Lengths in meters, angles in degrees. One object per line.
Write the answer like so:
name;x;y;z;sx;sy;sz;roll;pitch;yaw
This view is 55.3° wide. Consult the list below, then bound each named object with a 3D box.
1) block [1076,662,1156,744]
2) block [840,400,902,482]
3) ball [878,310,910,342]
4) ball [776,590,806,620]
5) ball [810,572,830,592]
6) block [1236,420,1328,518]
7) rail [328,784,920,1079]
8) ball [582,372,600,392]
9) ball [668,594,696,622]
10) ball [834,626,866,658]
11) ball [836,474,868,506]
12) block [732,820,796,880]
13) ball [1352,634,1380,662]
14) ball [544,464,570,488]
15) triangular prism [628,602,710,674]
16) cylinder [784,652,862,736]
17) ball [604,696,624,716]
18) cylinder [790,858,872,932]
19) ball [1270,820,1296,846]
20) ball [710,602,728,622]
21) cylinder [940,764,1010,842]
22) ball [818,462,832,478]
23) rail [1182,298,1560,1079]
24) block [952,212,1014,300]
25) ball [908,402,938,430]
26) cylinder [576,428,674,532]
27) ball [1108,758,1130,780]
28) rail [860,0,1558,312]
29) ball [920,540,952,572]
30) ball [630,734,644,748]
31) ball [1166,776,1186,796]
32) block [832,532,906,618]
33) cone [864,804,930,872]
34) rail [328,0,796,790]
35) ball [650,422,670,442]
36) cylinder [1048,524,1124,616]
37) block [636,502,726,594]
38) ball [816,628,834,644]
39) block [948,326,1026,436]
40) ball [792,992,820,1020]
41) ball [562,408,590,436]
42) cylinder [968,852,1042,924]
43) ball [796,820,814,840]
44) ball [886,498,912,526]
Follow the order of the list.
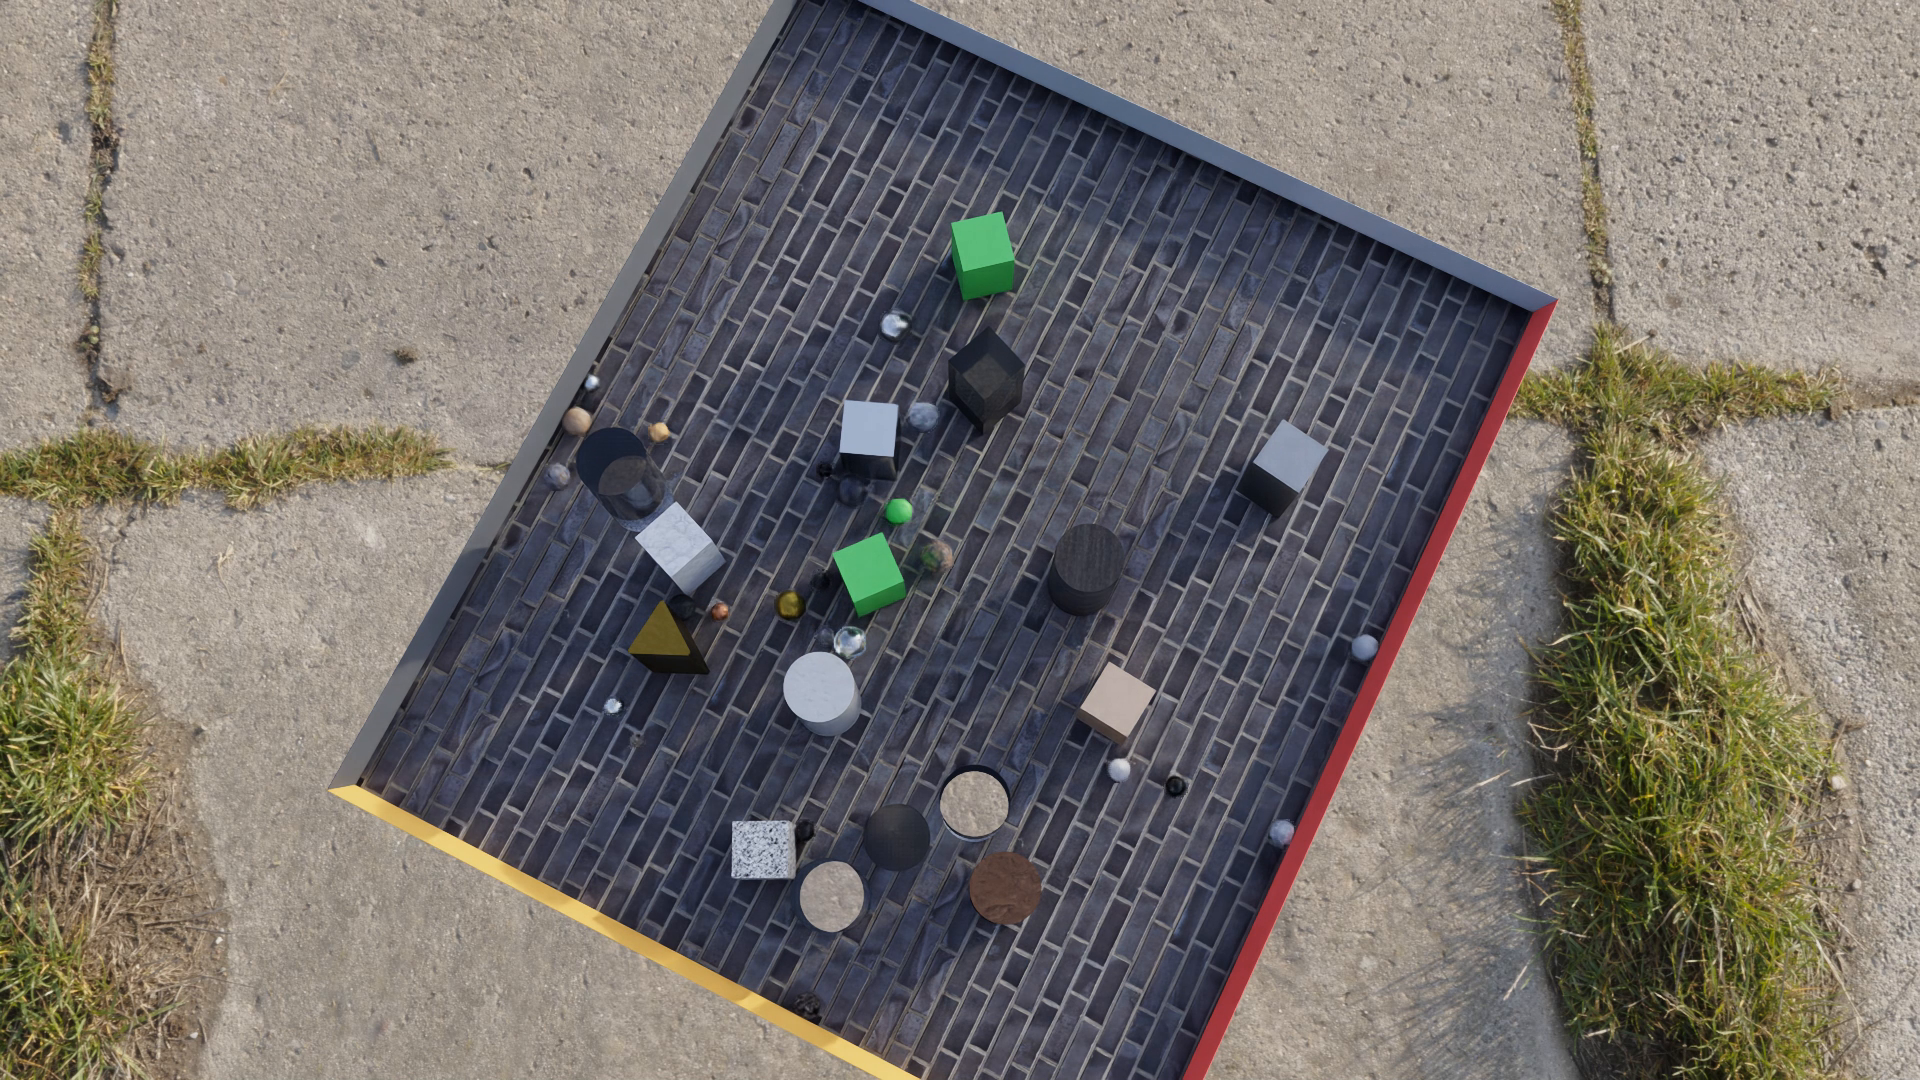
block;0.455;0.483;5.390;0.159;0.247;0.159;32;80;6
block;-0.267;-0.296;5.522;0.159;0.306;0.159;5;78;1
ball;-0.203;-0.664;5.704;0.098;0.098;0.098;0;78;0
ball;-0.510;0.198;5.529;0.092;0.092;0.092;0;78;0
ball;-0.423;0.126;5.559;0.061;0.061;0.061;0;78;0
block;0.959;-0.209;5.481;0.159;0.349;0.159;35;80;7
rail;-0.659;1.297;5.281;2.628;0.129;0.045;26;80;5
ball;-1.145;-0.489;5.688;0.059;0.059;0.059;0;78;0
ball;-0.840;0.205;5.531;0.084;0.084;0.084;0;78;0
ball;-0.330;0.307;5.502;0.099;0.099;0.099;0;78;0
ball;-0.332;-0.151;5.598;0.099;0.099;0.099;0;78;0
block;-0.565;0.900;5.303;0.159;0.250;0.159;-1;78;0
ball;1.218;0.326;5.508;0.081;0.081;0.081;0;78;0
ball;-1.235;-0.196;5.618;0.077;0.077;0.077;0;78;0
triangular prism;-0.841;0.285;5.349;0.172;0.408;0.149;2;78;0
cylinder;-0.395;0.451;5.319;0.199;0.400;0.199;0;78;0
ball;-1.035;0.495;5.484;0.059;0.059;0.059;0;78;0
cylinder;-0.358;1.004;5.165;0.199;0.478;0.199;0;78;0
ball;0.951;0.863;5.400;0.075;0.075;0.075;0;78;0
ball;-0.727;0.218;5.543;0.056;0.056;0.056;0;78;0
cylinder;0.042;0.760;5.271;0.199;0.368;0.199;0;78;0
ball;-0.415;-0.215;5.638;0.045;0.045;0.045;0;78;0
rail;1.154;0.572;5.431;0.045;0.129;2.993;26;80;5
block;0.069;-0.874;5.661;0.159;0.267;0.159;-13;79;-3
ball;-0.114;-0.383;5.651;0.088;0.088;0.088;0;78;0
cylinder;-0.981;-0.172;5.399;0.199;0.496;0.199;0;78;0
ball;0.474;0.680;5.442;0.067;0.067;0.067;0;78;0
rail;0.659;-1.283;5.815;2.628;0.129;0.045;26;80;5
ball;-0.071;0.051;5.557;0.097;0.097;0.097;0;78;0
ball;-0.966;0.597;5.472;0.042;0.042;0.042;0;78;0
ball;0.640;0.730;5.435;0.059;0.059;0.059;0;78;0
block;-0.267;0.106;5.457;0.159;0.269;0.159;-23;79;-5
cone;-0.187;0.840;5.232;0.199;0.413;0.199;0;78;0
rail;-1.154;-0.558;5.665;0.045;0.129;2.993;26;80;5
ball;-0.928;-0.331;5.655;0.060;0.060;0.060;0;78;0
cylinder;0.366;0.092;5.386;0.199;0.414;0.199;0;78;0
block;-0.827;0.030;5.447;0.159;0.320;0.159;-42;81;-8
ball;-0.406;0.288;5.530;0.052;0.052;0.052;0;78;0
block;0.078;-0.475;5.515;0.159;0.392;0.159;-41;81;-8
ball;-0.445;1.346;5.298;0.080;0.080;0.080;0;78;0
ball;-1.182;-0.366;5.648;0.086;0.086;0.086;0;78;0
cylinder;0.125;0.995;5.224;0.199;0.365;0.199;0;78;0
ball;-0.457;0.858;5.410;0.057;0.057;0.057;0;78;0
ball;-0.187;-0.087;5.592;0.083;0.083;0.083;0;78;0
